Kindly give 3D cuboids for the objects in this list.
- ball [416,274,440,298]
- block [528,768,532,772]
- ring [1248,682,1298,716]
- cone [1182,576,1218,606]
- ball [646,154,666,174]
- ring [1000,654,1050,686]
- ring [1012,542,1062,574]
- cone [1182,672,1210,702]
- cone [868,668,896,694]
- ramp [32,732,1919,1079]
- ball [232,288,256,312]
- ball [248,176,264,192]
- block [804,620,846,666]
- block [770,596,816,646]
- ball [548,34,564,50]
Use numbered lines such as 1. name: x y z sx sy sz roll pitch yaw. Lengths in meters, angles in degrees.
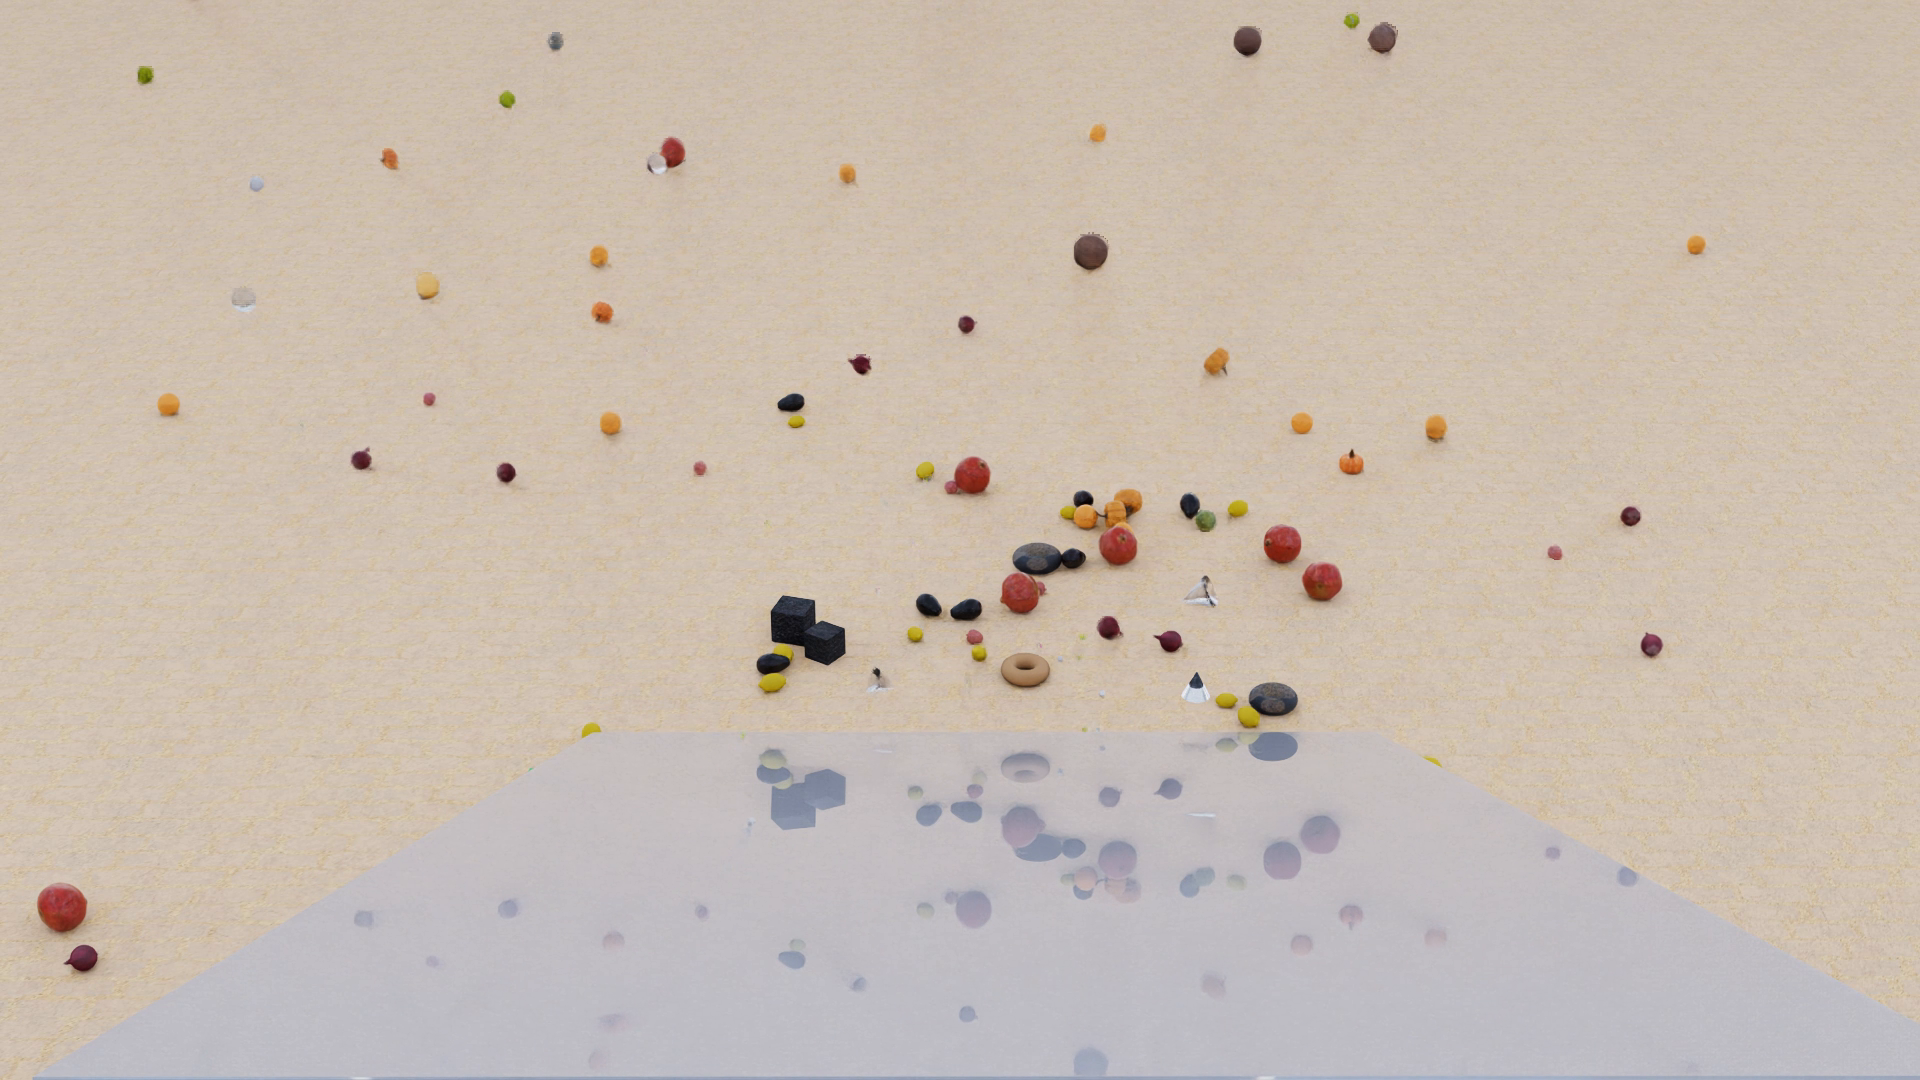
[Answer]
1. ball: -1.931 -0.920 9.366 0.086 0.086 0.086 0 28 0
2. block: -1.056 0.616 6.494 0.061 0.061 0.061 2 28 4
3. ring: 0.834 0.423 6.877 0.131 0.044 0.131 -1 29 0
4. cone: 0.673 0.160 7.374 0.095 0.095 0.095 -21 22 19
5. ball: -1.235 -1.529 10.520 0.081 0.081 0.081 0 28 0
6. ring: 0.177 0.352 7.011 0.134 0.045 0.134 0 29 0
7. ring: 0.226 0.054 7.567 0.147 0.049 0.147 -1 28 1
8. cone: 0.633 0.384 6.916 0.076 0.076 0.076 0 28 0
9. cone: -0.201 0.389 6.953 0.072 0.072 0.072 19 21 -24
10. ramp: 0.063 0.566 4.606 2.000 0.100 4.000 0 1 0
11. ball: -2.563 -0.857 9.246 0.086 0.086 0.086 0 28 0
12. ball: -2.819 -1.426 10.349 0.060 0.060 0.060 0 28 0
13. block: -0.372 0.283 7.102 0.080 0.080 0.080 18 33 30
14. block: -0.464 0.225 7.193 0.097 0.097 0.097 8 29 15
15. ball: -1.880 -2.317 12.019 0.070 0.070 0.070 0 28 0
